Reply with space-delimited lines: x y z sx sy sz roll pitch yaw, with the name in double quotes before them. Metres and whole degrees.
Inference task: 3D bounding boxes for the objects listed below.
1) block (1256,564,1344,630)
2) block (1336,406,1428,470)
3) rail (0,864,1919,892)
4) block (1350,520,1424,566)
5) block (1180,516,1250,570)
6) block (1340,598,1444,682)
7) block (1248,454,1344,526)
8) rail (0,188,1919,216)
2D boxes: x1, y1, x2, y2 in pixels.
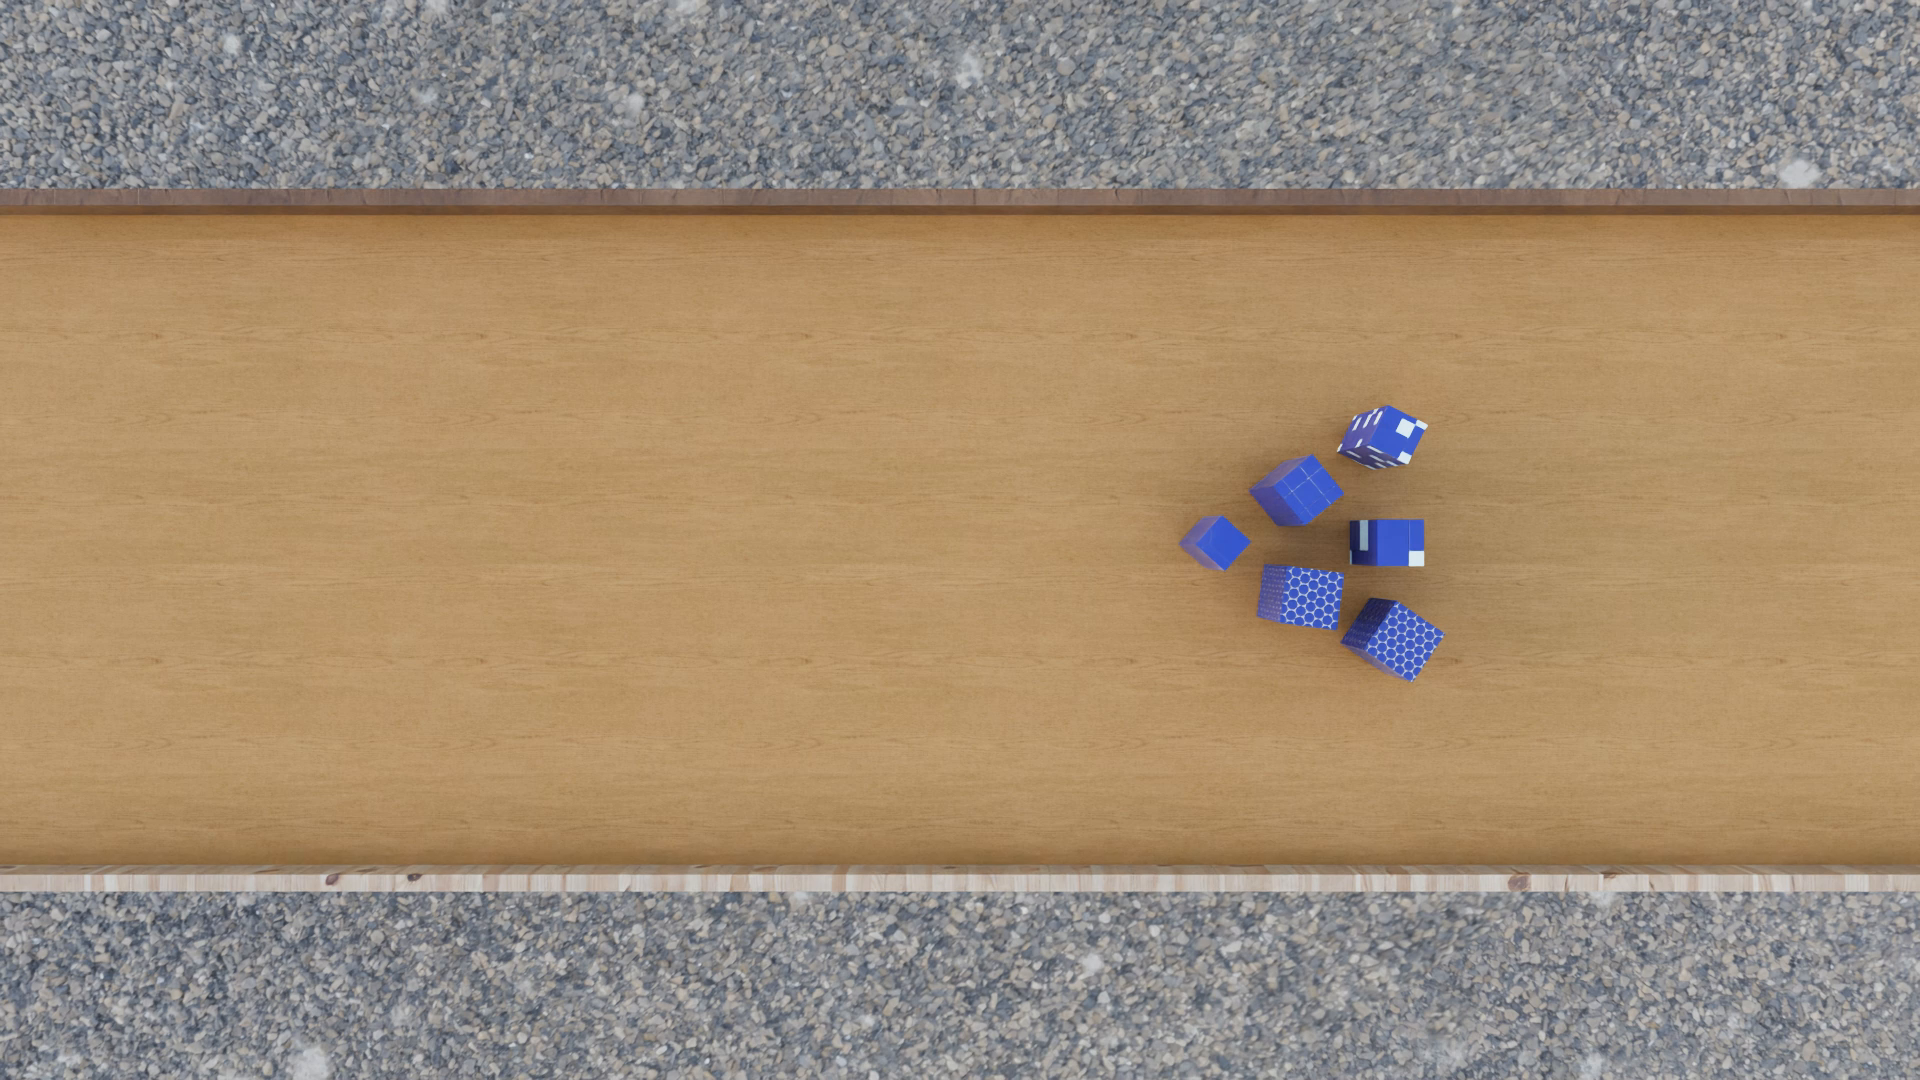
"block" 1.005 0.166 4.893 0.164 0.367 0.164 8 90 0
"block" 1.242 -0.299 4.876 0.124 0.401 0.124 27 90 0
"rail" -2.247 1.025 5.001 12.000 0.150 0.050 0 90 0
"block" 1.266 0.008 4.907 0.134 0.339 0.134 0 90 0
"block" 0.751 0.009 4.889 0.113 0.376 0.113 42 90 0
"block" 1.287 0.294 4.925 0.170 0.303 0.170 34 90 0
"block" 0.988 -0.142 4.872 0.143 0.408 0.143 -39 90 0
"rail" -2.247 -1.025 5.002 12.000 0.150 0.050 0 90 0
